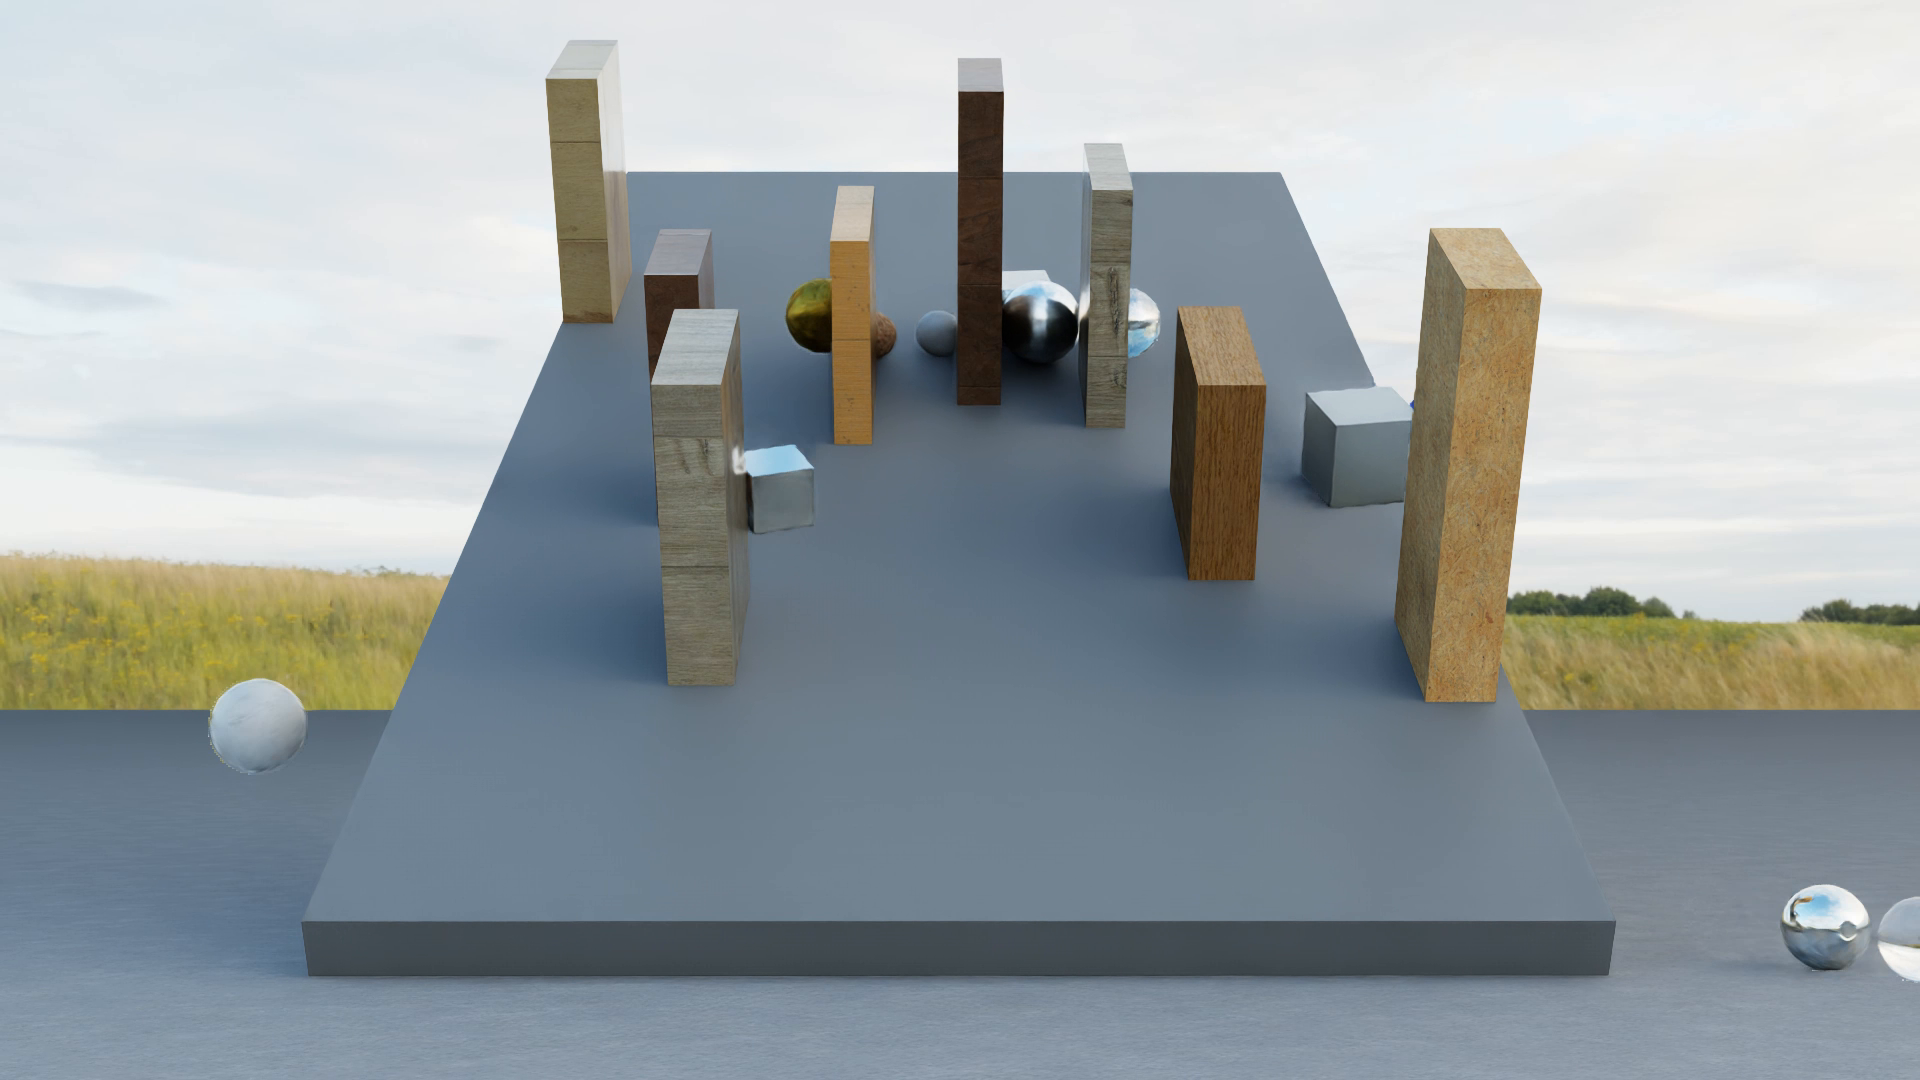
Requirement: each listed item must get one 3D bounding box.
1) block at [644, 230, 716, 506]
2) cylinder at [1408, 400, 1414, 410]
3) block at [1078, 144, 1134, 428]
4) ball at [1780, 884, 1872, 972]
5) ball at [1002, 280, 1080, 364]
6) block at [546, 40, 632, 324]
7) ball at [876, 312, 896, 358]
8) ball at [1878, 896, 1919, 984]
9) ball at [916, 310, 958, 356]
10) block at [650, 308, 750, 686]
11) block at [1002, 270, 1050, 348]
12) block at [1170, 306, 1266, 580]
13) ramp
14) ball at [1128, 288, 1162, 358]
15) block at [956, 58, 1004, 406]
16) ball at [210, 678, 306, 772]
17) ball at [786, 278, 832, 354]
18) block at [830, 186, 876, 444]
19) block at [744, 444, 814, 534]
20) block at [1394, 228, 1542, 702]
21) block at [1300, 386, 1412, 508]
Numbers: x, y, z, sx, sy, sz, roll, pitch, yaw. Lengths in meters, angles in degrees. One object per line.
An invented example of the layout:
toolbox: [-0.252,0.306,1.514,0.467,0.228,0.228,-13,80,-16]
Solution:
block: [-0.570,-0.337,4.864,0.107,0.547,0.294,0,25,0]
cylinder: [1.045,-0.236,5.128,0.170,0.170,0.170,-40,-7,-6]
block: [0.331,-0.588,5.384,0.089,0.559,0.371,0,25,0]
ball: [1.357,0.608,3.677,0.134,0.134,0.134,0,-4,0]
ball: [0.195,-0.526,5.670,0.203,0.203,0.203,0,-4,0]
block: [-0.944,-0.920,6.000,0.126,0.628,0.400,0,25,0]
ball: [-0.213,-0.499,5.711,0.117,0.117,0.117,0,-4,0]
ball: [1.444,0.599,3.513,0.129,0.129,0.129,0,-4,0]
ball: [-0.053,-0.507,5.738,0.111,0.111,0.111,0,-4,0]
block: [-0.468,-0.082,4.283,0.119,0.582,0.380,0,25,0]
block: [0.148,-0.576,5.835,0.148,0.148,0.148,-3,24,-6]
block: [0.516,-0.202,4.740,0.130,0.413,0.444,0,25,0]
ramp: [-0.009,-0.229,5.395,2.000,0.100,4.000,0,25,0]
ball: [0.402,-0.527,5.709,0.173,0.173,0.173,0,-4,0]
block: [0.045,-0.714,5.437,0.101,0.741,0.305,0,25,0]
ball: [-1.360,0.360,4.549,0.180,0.180,0.180,0,-4,0]
ball: [-0.328,-0.538,5.625,0.180,0.180,0.180,0,-4,0]
block: [-0.239,-0.515,5.326,0.083,0.475,0.407,0,25,0]
block: [-0.385,-0.105,4.861,0.130,0.130,0.130,-9,27,-19]
block: [0.894,-0.132,4.169,0.125,0.776,0.327,0,25,0]
block: [0.853,-0.199,4.997,0.189,0.189,0.189,-5,26,-11]
